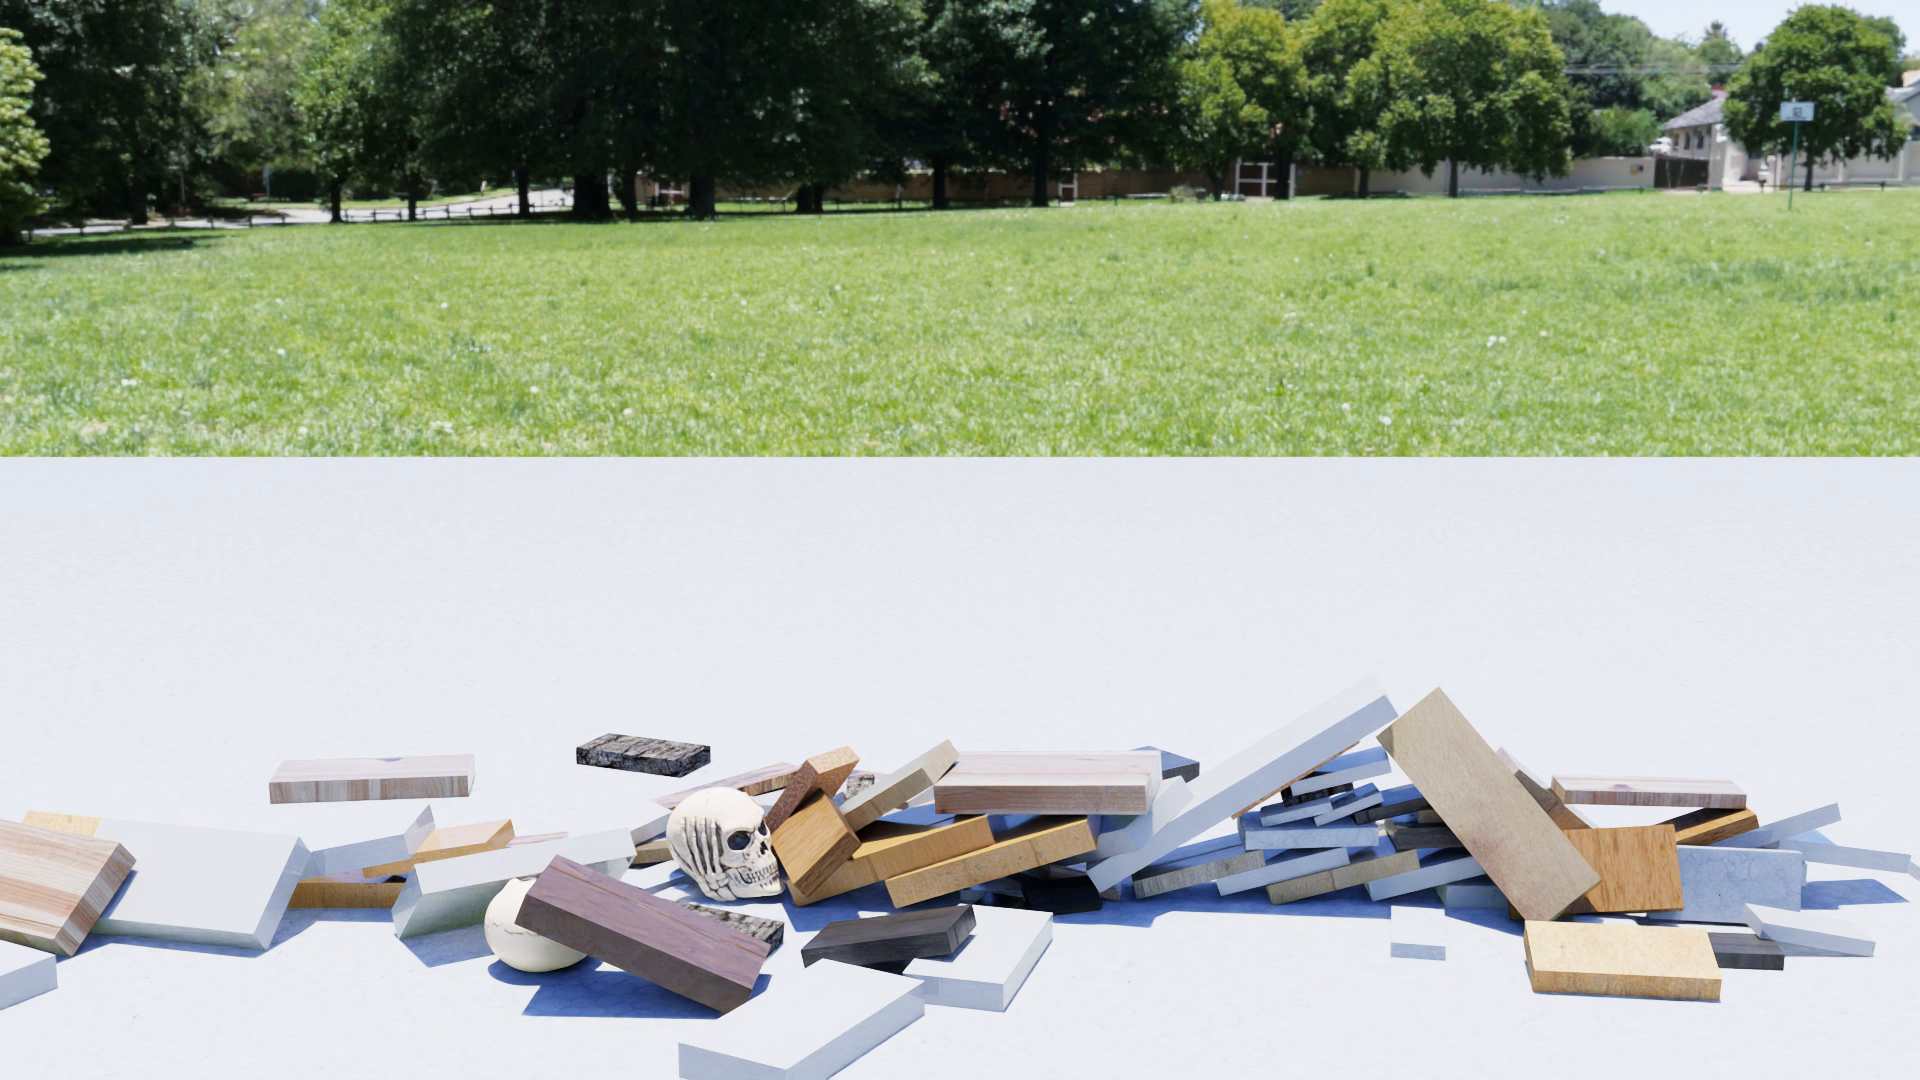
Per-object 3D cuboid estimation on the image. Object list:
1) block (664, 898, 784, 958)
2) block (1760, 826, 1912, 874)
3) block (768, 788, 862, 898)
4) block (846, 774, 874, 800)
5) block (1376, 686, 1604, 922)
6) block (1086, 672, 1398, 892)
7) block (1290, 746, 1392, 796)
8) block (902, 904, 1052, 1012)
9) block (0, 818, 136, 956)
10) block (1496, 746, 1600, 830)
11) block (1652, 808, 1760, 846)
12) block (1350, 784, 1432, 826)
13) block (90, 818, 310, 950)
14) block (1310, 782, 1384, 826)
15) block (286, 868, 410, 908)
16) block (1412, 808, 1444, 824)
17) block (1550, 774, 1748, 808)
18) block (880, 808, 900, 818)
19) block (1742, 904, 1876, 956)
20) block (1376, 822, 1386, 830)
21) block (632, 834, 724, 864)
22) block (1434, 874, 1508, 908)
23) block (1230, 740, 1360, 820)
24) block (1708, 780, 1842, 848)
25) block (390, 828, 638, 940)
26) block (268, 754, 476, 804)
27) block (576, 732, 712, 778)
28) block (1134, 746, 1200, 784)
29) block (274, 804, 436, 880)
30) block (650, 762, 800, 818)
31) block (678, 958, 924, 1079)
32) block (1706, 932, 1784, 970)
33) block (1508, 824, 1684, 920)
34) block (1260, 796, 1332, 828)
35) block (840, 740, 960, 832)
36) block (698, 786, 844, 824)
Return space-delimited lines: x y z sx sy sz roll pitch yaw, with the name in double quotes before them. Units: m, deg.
"block" -0.409 0.609 3.423 0.241 0.034 0.121 8 12 17
"block" 1.443 0.507 3.661 0.232 0.033 0.116 8 10 -8
"block" -0.239 0.493 3.604 0.121 0.034 0.241 -44 17 -3
"block" -0.186 0.477 4.057 0.049 0.014 0.098 -8 47 13
"block" 0.850 0.432 3.544 0.399 0.133 0.038 53 7 24
"block" 0.459 0.398 3.625 0.564 0.043 0.153 -32 6 9
"block" 0.629 0.382 3.646 0.166 0.023 0.083 -15 9 9
"block" 0.031 0.630 3.335 0.153 0.043 0.305 3 11 16
"block" -1.504 0.544 3.499 0.359 0.051 0.180 5 51 26
"block" 0.998 0.456 3.641 0.267 0.038 0.134 39 9 -6
"block" 1.212 0.474 3.611 0.170 0.024 0.085 -19 13 0
"block" 0.740 0.429 3.642 0.191 0.022 0.078 -13 11 0
"block" -1.236 0.545 3.495 0.359 0.051 0.180 3 50 15
"block" 0.636 0.436 3.632 0.117 0.017 0.059 -22 11 2
"block" -1.045 0.567 3.672 0.558 0.043 0.152 0 11 0
"block" 0.831 0.444 3.650 0.156 0.022 0.078 -3 11 -1
"block" 1.136 0.415 3.633 0.298 0.024 0.085 1 12 -1
"block" -0.076 0.521 3.803 0.182 0.091 0.026 7 -25 34
"block" 1.322 0.607 3.427 0.176 0.025 0.088 10 11 0
"block" 0.863 0.536 3.888 0.555 0.026 0.091 3 11 15
"block" -0.497 0.536 3.808 0.156 0.022 0.078 -8 3 16
"block" 1.072 0.572 3.664 0.551 0.038 0.134 0 11 0
"block" 0.546 0.379 3.640 0.245 0.023 0.083 -32 6 7
"block" 1.318 0.464 3.635 0.232 0.033 0.116 -18 13 2
"block" -0.708 0.545 3.495 0.351 0.050 0.176 -6 -29 -31
"block" -1.132 0.461 4.250 0.368 0.042 0.148 -1 11 -7
"block" -0.637 0.432 4.424 0.241 0.034 0.121 5 11 23
"block" 0.305 0.459 4.260 0.295 0.042 0.148 -8 13 -36
"block" -1.031 0.504 3.605 0.304 0.043 0.152 -11 11 5
"block" -0.489 0.477 4.029 0.439 0.022 0.078 -13 12 -34
"block" -0.214 0.678 3.059 0.175 0.050 0.351 6 12 29
"block" 1.165 0.631 3.382 0.176 0.025 0.088 1 11 6
"block" 1.012 0.533 3.526 0.266 0.133 0.038 -5 -19 11
"block" 0.555 0.444 3.629 0.117 0.017 0.059 -14 10 10
"block" -0.120 0.423 3.674 0.241 0.034 0.121 -34 4 28
"block" -0.349 0.488 4.060 0.245 0.035 0.122 0 9 30
